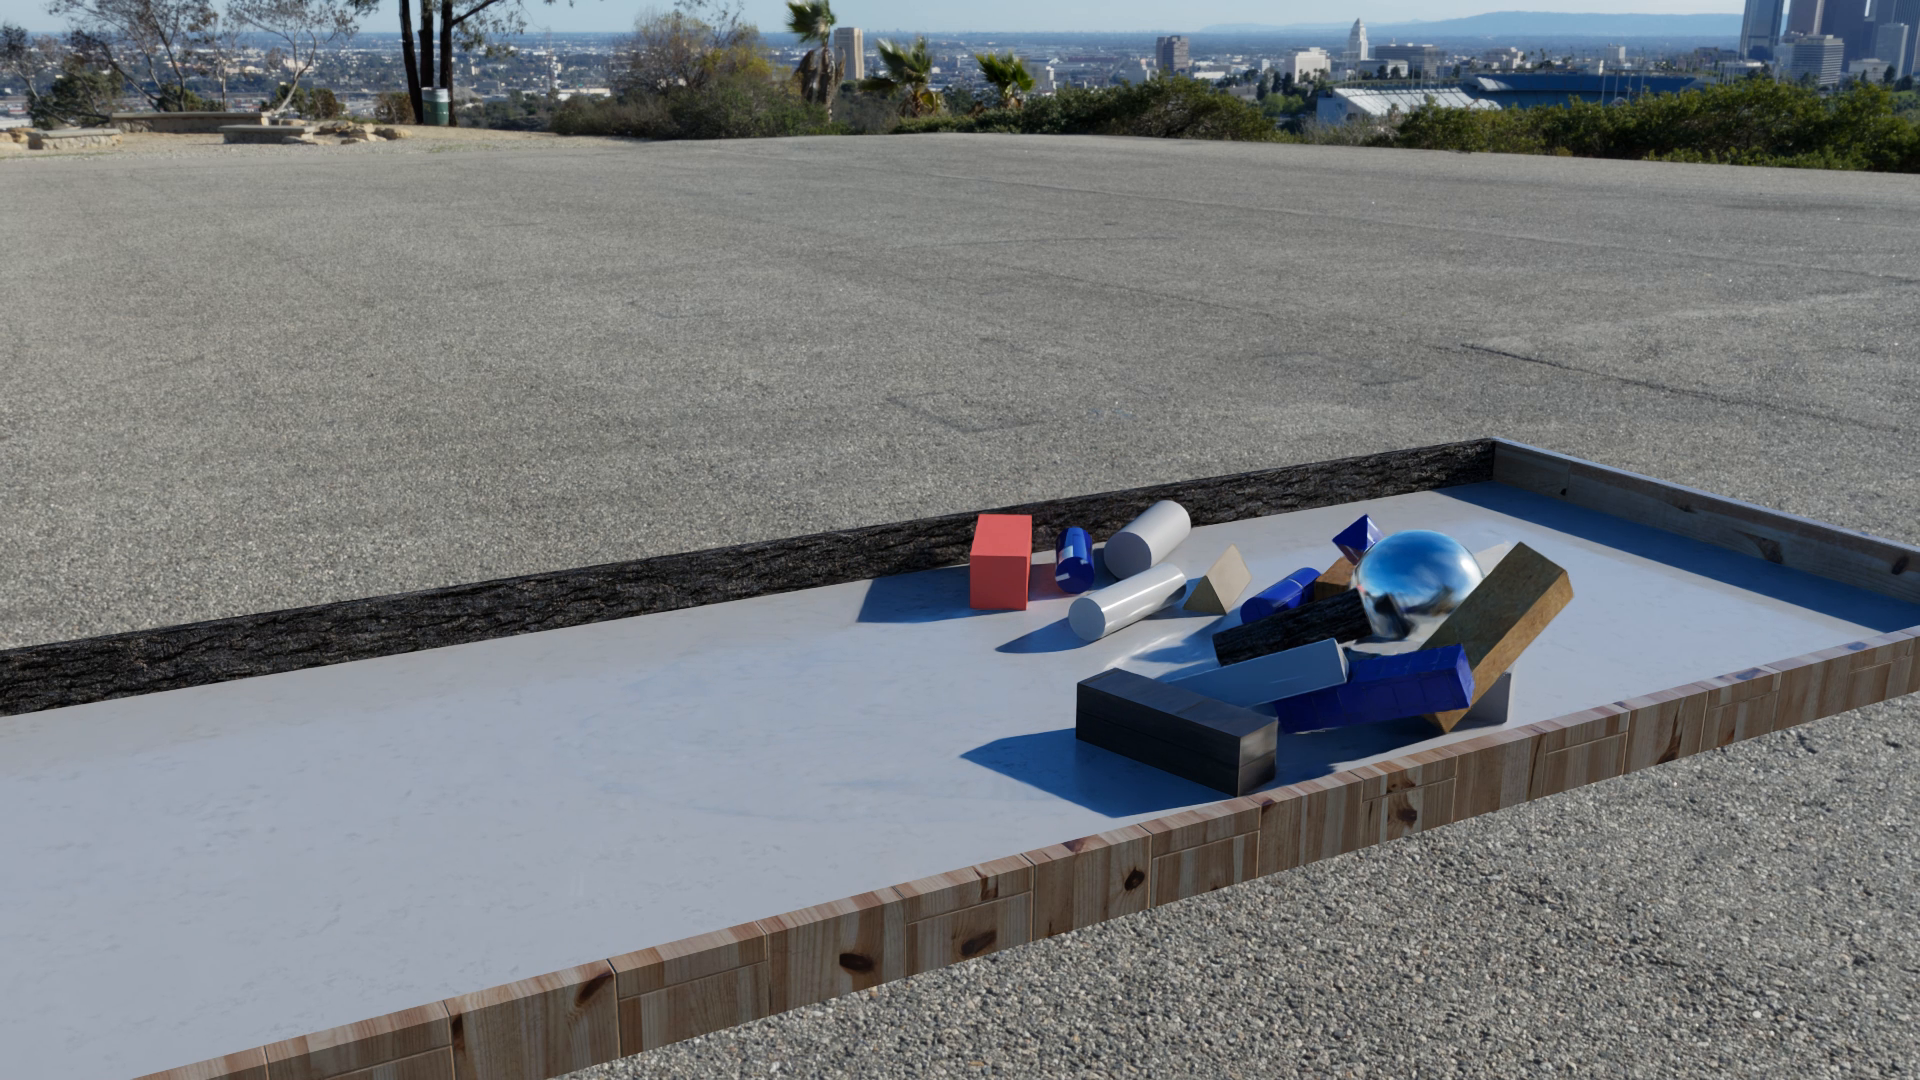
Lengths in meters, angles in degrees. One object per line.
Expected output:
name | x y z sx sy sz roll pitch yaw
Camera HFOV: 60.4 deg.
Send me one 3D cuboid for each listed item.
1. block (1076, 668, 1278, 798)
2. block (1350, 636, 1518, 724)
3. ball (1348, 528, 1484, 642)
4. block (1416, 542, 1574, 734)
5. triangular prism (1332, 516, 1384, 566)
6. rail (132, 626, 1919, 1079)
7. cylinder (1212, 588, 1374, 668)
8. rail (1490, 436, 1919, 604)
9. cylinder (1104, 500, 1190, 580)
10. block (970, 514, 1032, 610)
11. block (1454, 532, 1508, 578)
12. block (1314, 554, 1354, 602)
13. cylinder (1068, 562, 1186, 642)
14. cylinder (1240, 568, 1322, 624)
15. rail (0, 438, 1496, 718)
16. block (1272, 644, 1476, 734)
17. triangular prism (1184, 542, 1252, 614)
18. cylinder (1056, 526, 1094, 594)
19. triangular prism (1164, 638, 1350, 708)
block | 0.476 0.422 3.675 0.452 0.138 0.138 16 22 42
block | 1.143 0.333 3.997 0.375 0.127 0.127 7 18 23
ball | 1.179 0.144 4.253 0.346 0.346 0.346 0 16 0
block | 1.213 0.226 3.827 0.132 0.444 0.132 41 -4 40
triangular prism | 1.178 0.068 4.539 0.114 0.099 0.378 20 -16 50
rail | -2.336 1.006 1.665 12.000 0.150 0.050 -9 18 -27
cylinder | 0.827 0.235 4.108 0.374 0.120 0.120 -20 12 14
rail | 2.466 -0.048 5.253 0.050 0.150 2.100 -9 18 -27
cylinder | 0.582 -0.002 5.093 0.152 0.152 0.397 7 18 23
block | 0.124 0.060 4.867 0.160 0.160 0.433 1 16 4
block | 1.443 0.089 4.836 0.416 0.122 0.122 -15 22 -42
block | 1.133 0.121 4.758 0.105 0.105 0.407 9 19 27
cylinder | 0.468 0.168 4.569 0.121 0.121 0.407 13 21 37
cylinder | 0.904 0.167 4.601 0.104 0.104 0.336 11 20 33
rail | -3.305 0.497 3.399 12.000 0.150 0.050 -9 18 -27
block | 0.934 0.340 3.743 0.429 0.104 0.104 -13 20 30
triangular prism | 0.754 0.104 4.799 0.124 0.107 0.346 6 17 21
cylinder | 0.344 0.059 4.951 0.115 0.115 0.316 1 16 3
triangular prism | 0.663 0.321 3.802 0.444 0.089 0.103 -17 13 23
